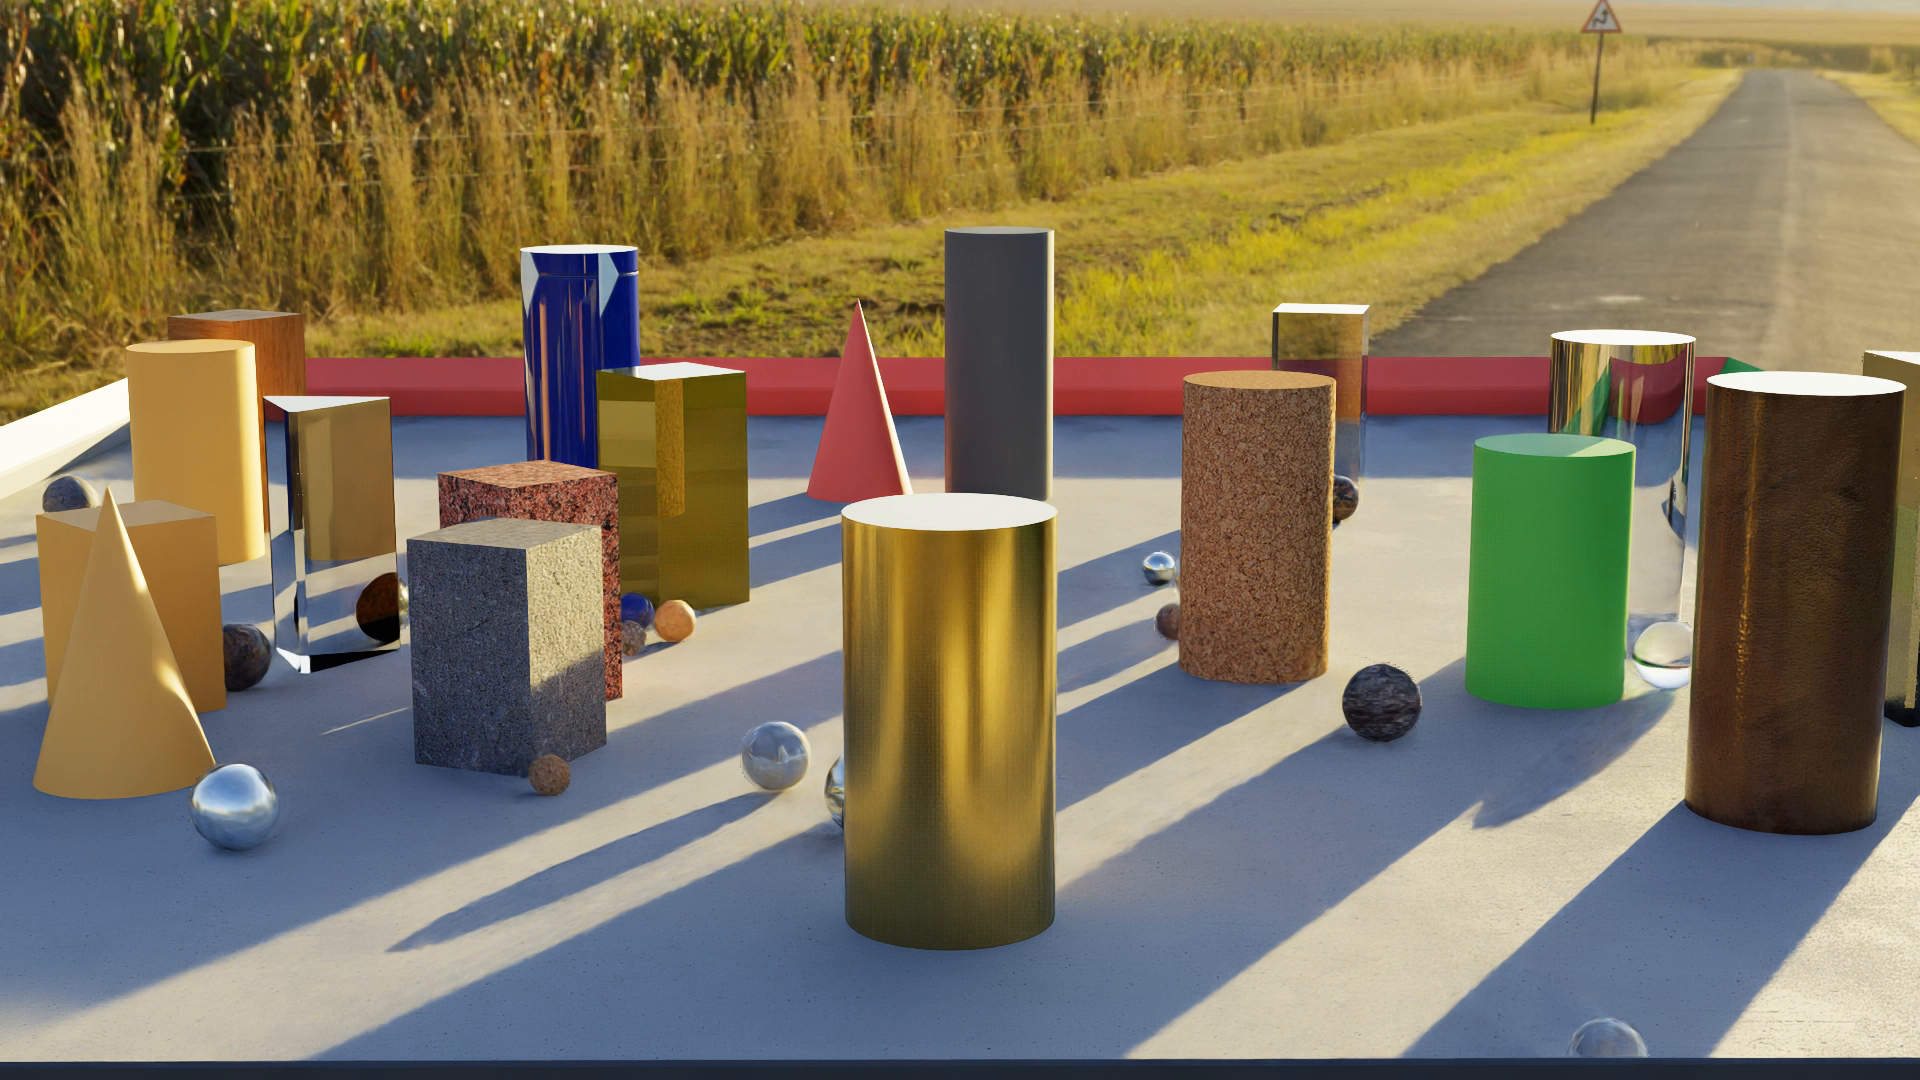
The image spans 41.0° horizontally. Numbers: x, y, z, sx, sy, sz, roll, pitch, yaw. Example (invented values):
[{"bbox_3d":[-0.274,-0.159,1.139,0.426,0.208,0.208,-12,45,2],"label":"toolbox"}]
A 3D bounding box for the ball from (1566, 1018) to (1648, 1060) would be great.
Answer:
[{"bbox_3d":[0.460,0.368,1.824,0.056,0.056,0.056,0,11,0],"label":"ball"}]

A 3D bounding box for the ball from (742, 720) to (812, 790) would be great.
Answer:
[{"bbox_3d":[-0.185,0.217,2.585,0.070,0.070,0.070,0,11,0],"label":"ball"}]

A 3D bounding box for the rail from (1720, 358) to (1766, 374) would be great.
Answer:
[{"bbox_3d":[1.580,0.029,3.459,0.045,0.118,3.786,0,11,0],"label":"rail"}]

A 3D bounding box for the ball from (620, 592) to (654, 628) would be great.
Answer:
[{"bbox_3d":[-0.420,0.093,3.299,0.053,0.053,0.053,0,11,0],"label":"ball"}]

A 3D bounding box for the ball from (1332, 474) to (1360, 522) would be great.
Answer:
[{"bbox_3d":[0.599,-0.066,4.087,0.075,0.075,0.075,0,11,0],"label":"ball"}]

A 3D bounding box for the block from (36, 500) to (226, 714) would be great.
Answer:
[{"bbox_3d":[-0.936,0.081,2.900,0.145,0.222,0.145,-10,14,-42],"label":"block"}]

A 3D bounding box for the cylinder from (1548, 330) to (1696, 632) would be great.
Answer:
[{"bbox_3d":[0.858,-0.080,3.353,0.181,0.372,0.181,0,11,0],"label":"cylinder"}]

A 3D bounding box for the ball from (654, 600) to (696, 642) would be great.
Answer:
[{"bbox_3d":[-0.361,0.102,3.248,0.053,0.053,0.053,0,11,0],"label":"ball"}]

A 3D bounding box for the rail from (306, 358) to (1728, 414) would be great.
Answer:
[{"bbox_3d":[-0.011,-0.314,5.287,3.207,0.118,0.045,0,11,0],"label":"rail"}]

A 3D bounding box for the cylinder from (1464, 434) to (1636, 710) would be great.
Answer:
[{"bbox_3d":[0.682,0.033,2.973,0.181,0.290,0.181,0,11,0],"label":"cylinder"}]

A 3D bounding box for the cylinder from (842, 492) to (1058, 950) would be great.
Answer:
[{"bbox_3d":[-0.009,0.149,2.180,0.181,0.354,0.181,0,11,0],"label":"cylinder"}]

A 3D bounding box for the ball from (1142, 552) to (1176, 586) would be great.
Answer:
[{"bbox_3d":[0.279,0.040,3.596,0.046,0.046,0.046,0,11,0],"label":"ball"}]

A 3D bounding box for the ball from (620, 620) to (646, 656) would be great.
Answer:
[{"bbox_3d":[-0.411,0.121,3.174,0.043,0.043,0.043,0,11,0],"label":"ball"}]

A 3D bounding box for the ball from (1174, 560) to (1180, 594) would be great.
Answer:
[{"bbox_3d":[0.328,0.050,3.446,0.082,0.082,0.082,0,11,0],"label":"ball"}]

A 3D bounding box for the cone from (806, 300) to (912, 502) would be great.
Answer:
[{"bbox_3d":[-0.171,-0.242,4.324,0.181,0.333,0.181,0,11,0],"label":"cone"}]

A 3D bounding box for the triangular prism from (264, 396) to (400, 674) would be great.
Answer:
[{"bbox_3d":[-0.800,-0.014,3.154,0.136,0.317,0.157,7,13,33],"label":"triangular prism"}]

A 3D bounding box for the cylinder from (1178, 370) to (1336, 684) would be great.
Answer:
[{"bbox_3d":[0.356,-0.019,3.086,0.181,0.351,0.181,0,11,0],"label":"cylinder"}]

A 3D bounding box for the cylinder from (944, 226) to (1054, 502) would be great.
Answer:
[{"bbox_3d":[0.065,-0.294,4.292,0.181,0.446,0.181,0,11,0],"label":"cylinder"}]

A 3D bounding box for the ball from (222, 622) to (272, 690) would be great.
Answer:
[{"bbox_3d":[-0.846,0.135,2.996,0.081,0.081,0.081,0,11,0],"label":"ball"}]

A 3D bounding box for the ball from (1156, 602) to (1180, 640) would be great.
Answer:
[{"bbox_3d":[0.273,0.103,3.260,0.047,0.047,0.047,0,11,0],"label":"ball"}]

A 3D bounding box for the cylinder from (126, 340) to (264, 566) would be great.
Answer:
[{"bbox_3d":[-1.127,-0.130,3.784,0.181,0.312,0.181,0,11,0],"label":"cylinder"}]

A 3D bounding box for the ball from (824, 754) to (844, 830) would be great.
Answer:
[{"bbox_3d":[-0.083,0.238,2.425,0.090,0.090,0.090,0,11,0],"label":"ball"}]

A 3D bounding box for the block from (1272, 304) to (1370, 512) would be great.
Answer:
[{"bbox_3d":[0.593,-0.220,4.232,0.145,0.323,0.145,2,11,13],"label":"block"}]

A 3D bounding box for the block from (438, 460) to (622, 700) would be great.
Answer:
[{"bbox_3d":[-0.492,0.053,2.945,0.145,0.262,0.145,-10,15,-43],"label":"block"}]

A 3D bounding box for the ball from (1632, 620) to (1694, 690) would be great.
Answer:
[{"bbox_3d":[0.828,0.135,2.995,0.081,0.081,0.081,0,11,0],"label":"ball"}]

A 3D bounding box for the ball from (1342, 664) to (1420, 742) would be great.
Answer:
[{"bbox_3d":[0.455,0.176,2.769,0.084,0.084,0.084,0,11,0],"label":"ball"}]

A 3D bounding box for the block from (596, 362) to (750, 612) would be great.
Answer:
[{"bbox_3d":[-0.388,-0.073,3.471,0.145,0.314,0.145,-9,14,-39],"label":"block"}]

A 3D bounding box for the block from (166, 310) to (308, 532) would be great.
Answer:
[{"bbox_3d":[-1.129,-0.186,4.026,0.145,0.333,0.145,7,13,32],"label":"block"}]

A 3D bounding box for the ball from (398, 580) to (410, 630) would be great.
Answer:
[{"bbox_3d":[-0.740,0.084,3.252,0.087,0.087,0.087,0,11,0],"label":"ball"}]

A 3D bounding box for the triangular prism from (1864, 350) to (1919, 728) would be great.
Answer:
[{"bbox_3d":[1.069,-0.008,2.895,0.157,0.400,0.136,-8,13,-36],"label":"triangular prism"}]

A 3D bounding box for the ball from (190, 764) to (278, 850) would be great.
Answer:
[{"bbox_3d":[-0.676,0.249,2.392,0.080,0.080,0.080,0,11,0],"label":"ball"}]

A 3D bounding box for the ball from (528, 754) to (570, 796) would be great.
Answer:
[{"bbox_3d":[-0.412,0.235,2.570,0.041,0.041,0.041,0,11,0],"label":"ball"}]

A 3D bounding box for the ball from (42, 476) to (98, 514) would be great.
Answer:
[{"bbox_3d":[-1.394,-0.059,4.020,0.084,0.084,0.084,0,11,0],"label":"ball"}]

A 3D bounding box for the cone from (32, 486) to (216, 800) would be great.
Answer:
[{"bbox_3d":[-0.861,0.092,2.619,0.181,0.304,0.181,0,11,0],"label":"cone"}]

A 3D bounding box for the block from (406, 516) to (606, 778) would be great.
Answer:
[{"bbox_3d":[-0.475,0.109,2.702,0.145,0.239,0.145,5,12,23],"label":"block"}]

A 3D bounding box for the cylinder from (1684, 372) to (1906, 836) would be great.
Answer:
[{"bbox_3d":[0.807,0.057,2.489,0.181,0.421,0.181,0,11,0],"label":"cylinder"}]

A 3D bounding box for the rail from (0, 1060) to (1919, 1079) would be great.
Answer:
[{"bbox_3d":[0.011,0.375,1.613,3.207,0.118,0.045,0,11,0],"label":"rail"}]

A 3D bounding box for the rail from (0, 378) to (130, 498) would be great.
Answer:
[{"bbox_3d":[-1.580,0.032,3.441,0.045,0.118,3.786,0,11,0],"label":"rail"}]

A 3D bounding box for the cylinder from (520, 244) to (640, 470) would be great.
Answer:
[{"bbox_3d":[-0.592,-0.238,4.025,0.181,0.435,0.181,0,11,0],"label":"cylinder"}]
